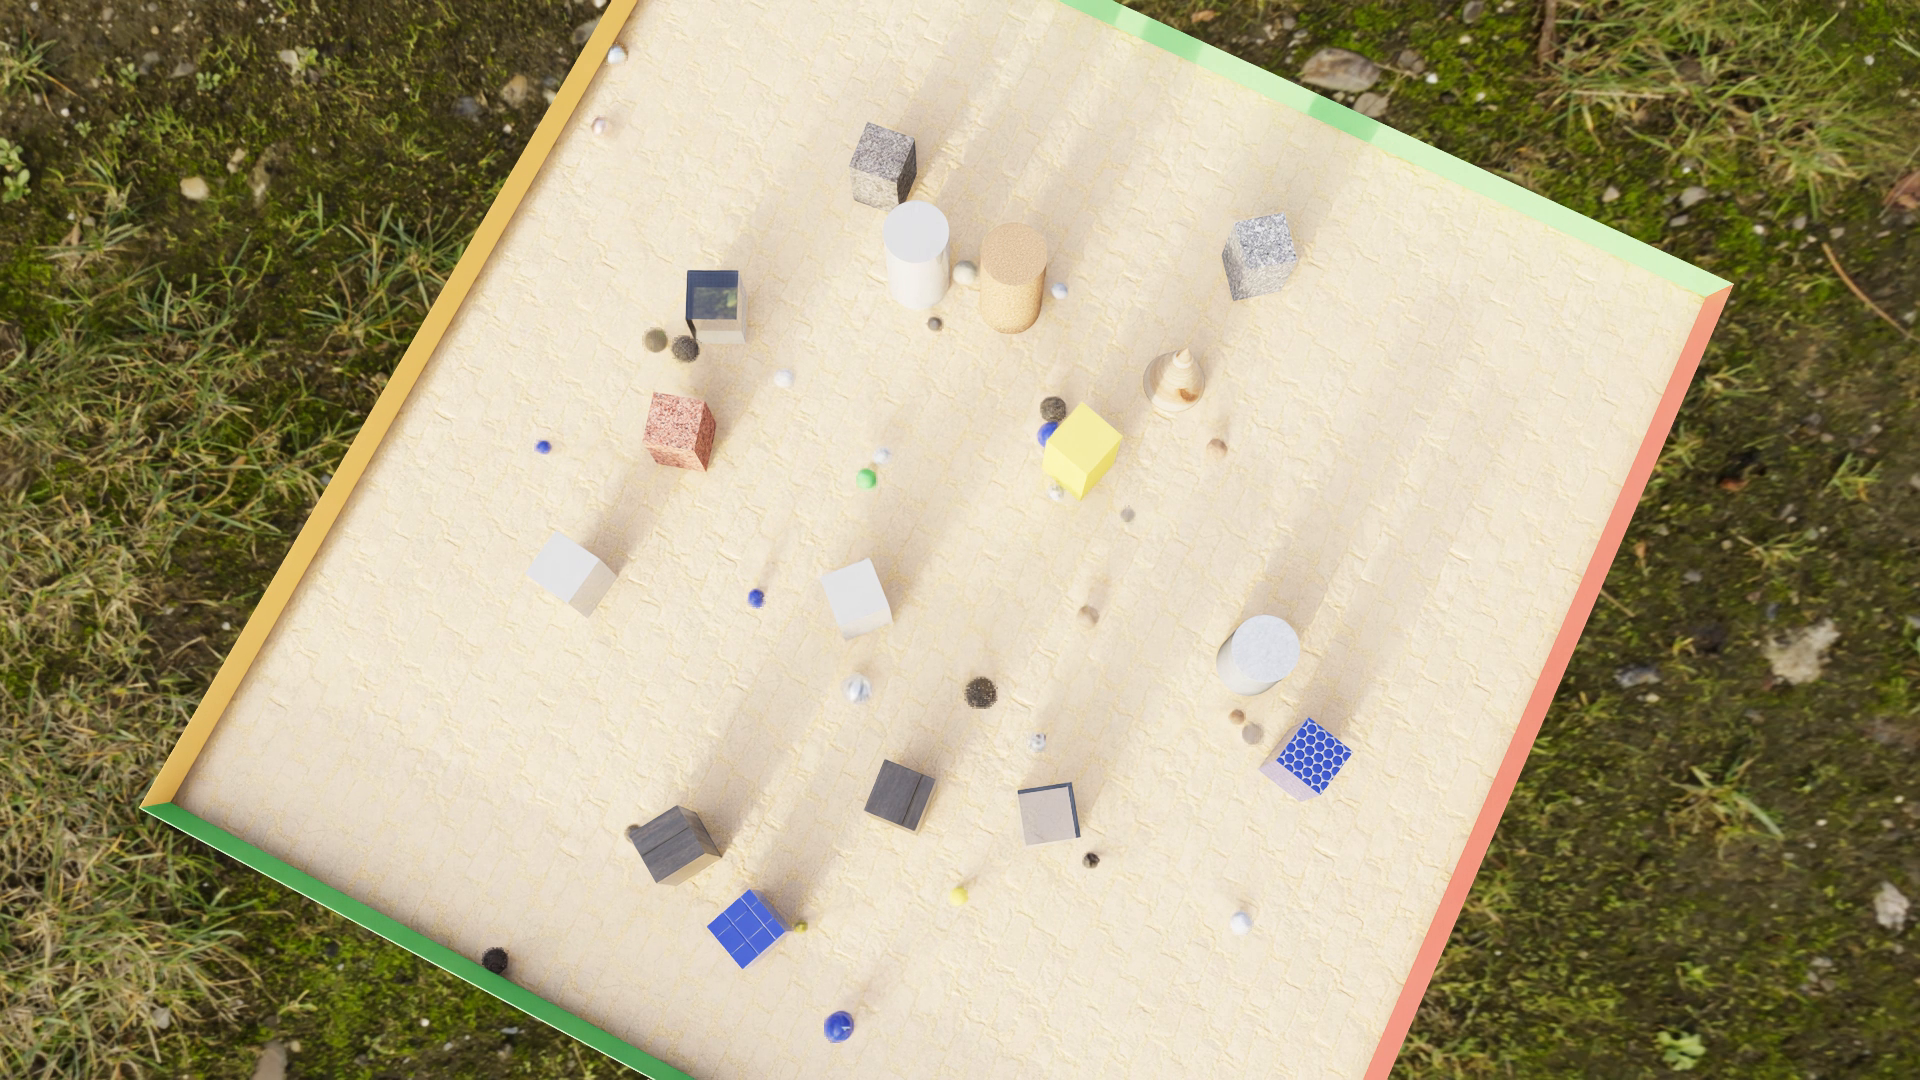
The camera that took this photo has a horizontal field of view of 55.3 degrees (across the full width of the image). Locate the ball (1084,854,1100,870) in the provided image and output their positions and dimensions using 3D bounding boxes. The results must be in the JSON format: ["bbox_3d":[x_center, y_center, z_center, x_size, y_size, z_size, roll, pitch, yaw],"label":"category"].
[{"bbox_3d":[0.386,0.946,5.397,0.047,0.047,0.047,0,78,0],"label":"ball"}]

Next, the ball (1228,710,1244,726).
[{"bbox_3d":[0.827,0.531,5.483,0.047,0.047,0.047,0,78,0],"label":"ball"}]

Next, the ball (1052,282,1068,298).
[{"bbox_3d":[0.313,-0.783,5.753,0.049,0.049,0.049,0,78,0],"label":"ball"}]

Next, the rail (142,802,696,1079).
[{"bbox_3d":[-0.787,1.549,5.230,3.552,0.127,0.045,26,80,5],"label":"rail"}]

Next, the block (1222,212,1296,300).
[{"bbox_3d":[0.920,-0.871,5.653,0.156,0.281,0.156,-12,79,-2],"label":"block"}]

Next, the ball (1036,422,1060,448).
[{"bbox_3d":[0.279,-0.321,5.639,0.086,0.086,0.086,0,78,0],"label":"ball"}]

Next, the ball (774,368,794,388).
[{"bbox_3d":[-0.547,-0.504,5.690,0.061,0.061,0.061,0,78,0],"label":"ball"}]

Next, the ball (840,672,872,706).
[{"bbox_3d":[-0.310,0.445,5.475,0.098,0.098,0.098,0,78,0],"label":"ball"}]

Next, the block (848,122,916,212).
[{"bbox_3d":[-0.238,-1.154,5.718,0.156,0.270,0.156,20,79,4],"label":"block"}]

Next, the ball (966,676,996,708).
[{"bbox_3d":[0.062,0.454,5.476,0.092,0.092,0.092,0,78,0],"label":"ball"}]

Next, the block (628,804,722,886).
[{"bbox_3d":[-0.810,0.877,5.243,0.156,0.375,0.156,-31,80,-6],"label":"block"}]

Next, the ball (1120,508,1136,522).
[{"bbox_3d":[0.512,-0.076,5.608,0.047,0.047,0.047,0,78,0],"label":"ball"}]

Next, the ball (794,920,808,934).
[{"bbox_3d":[-0.464,1.131,5.361,0.042,0.042,0.042,0,78,0],"label":"ball"}]

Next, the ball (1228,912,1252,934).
[{"bbox_3d":[0.818,1.117,5.353,0.064,0.064,0.064,0,78,0],"label":"ball"}]

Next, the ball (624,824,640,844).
[{"bbox_3d":[-0.962,0.868,5.408,0.057,0.057,0.057,0,78,0],"label":"ball"}]

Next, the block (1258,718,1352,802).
[{"bbox_3d":[0.999,0.641,5.319,0.156,0.323,0.156,38,81,7],"label":"block"}]

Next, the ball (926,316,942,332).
[{"bbox_3d":[-0.081,-0.676,5.732,0.047,0.047,0.047,0,78,0],"label":"ball"}]

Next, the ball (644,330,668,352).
[{"bbox_3d":[-0.947,-0.620,5.708,0.073,0.073,0.073,0,78,0],"label":"ball"}]

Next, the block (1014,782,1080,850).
[{"bbox_3d":[0.250,0.799,5.295,0.156,0.306,0.156,-9,78,-2],"label":"block"}]

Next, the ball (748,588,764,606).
[{"bbox_3d":[-0.619,0.174,5.554,0.052,0.052,0.052,0,78,0],"label":"ball"}]

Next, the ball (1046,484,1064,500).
[{"bbox_3d":[0.292,-0.146,5.620,0.052,0.052,0.052,0,78,0],"label":"ball"}]

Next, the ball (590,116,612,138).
[{"bbox_3d":[-1.146,-1.317,5.854,0.069,0.069,0.069,0,78,0],"label":"ball"}]

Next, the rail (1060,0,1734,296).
[{"bbox_3d":[0.787,-1.535,5.868,3.552,0.127,0.045,26,80,5],"label":"rail"}]

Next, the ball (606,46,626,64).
[{"bbox_3d":[-1.111,-1.563,5.909,0.061,0.061,0.061,0,78,0],"label":"ball"}]

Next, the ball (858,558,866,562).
[{"bbox_3d":[-0.291,0.085,5.571,0.055,0.055,0.055,0,78,0],"label":"ball"}]

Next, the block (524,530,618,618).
[{"bbox_3d":[-1.152,0.106,5.448,0.156,0.286,0.156,33,80,6],"label":"block"}]

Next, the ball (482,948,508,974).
[{"bbox_3d":[-1.350,1.224,5.326,0.072,0.072,0.072,0,78,0],"label":"ball"}]

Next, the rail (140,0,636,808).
[{"bbox_3d":[-1.567,-0.761,5.708,0.045,0.127,3.568,26,80,5],"label":"rail"}]

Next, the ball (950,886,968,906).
[{"bbox_3d":[-0.002,1.044,5.374,0.053,0.053,0.053,0,78,0],"label":"ball"}]

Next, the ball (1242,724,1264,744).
[{"bbox_3d":[0.872,0.579,5.464,0.064,0.064,0.064,0,78,0],"label":"ball"}]

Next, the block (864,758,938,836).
[{"bbox_3d":[-0.169,0.748,5.302,0.156,0.312,0.156,21,79,4],"label":"block"}]

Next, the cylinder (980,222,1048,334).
[{"bbox_3d":[0.158,-0.786,5.550,0.195,0.449,0.195,0,78,0],"label":"cylinder"}]

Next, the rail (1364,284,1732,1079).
[{"bbox_3d":[1.567,0.774,5.391,0.045,0.127,3.568,26,80,5],"label":"rail"}]

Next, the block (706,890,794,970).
[{"bbox_3d":[-0.597,1.113,5.247,0.156,0.273,0.156,-41,81,-8],"label":"block"}]

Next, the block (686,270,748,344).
[{"bbox_3d":[-0.749,-0.716,5.644,0.156,0.236,0.156,0,78,0],"label":"block"}]

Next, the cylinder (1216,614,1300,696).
[{"bbox_3d":[0.871,0.342,5.381,0.195,0.324,0.195,0,78,0],"label":"cylinder"}]

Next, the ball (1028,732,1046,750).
[{"bbox_3d":[0.232,0.599,5.465,0.055,0.055,0.055,0,78,0],"label":"ball"}]

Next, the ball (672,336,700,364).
[{"bbox_3d":[-0.852,-0.591,5.696,0.084,0.084,0.084,0,78,0],"label":"ball"}]

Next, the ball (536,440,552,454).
[{"bbox_3d":[-1.283,-0.286,5.651,0.048,0.048,0.048,0,78,0],"label":"ball"}]

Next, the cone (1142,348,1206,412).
[{"bbox_3d":[0.668,-0.528,5.543,0.195,0.357,0.195,0,78,0],"label":"cone"}]

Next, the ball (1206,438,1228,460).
[{"bbox_3d":[0.789,-0.278,5.640,0.066,0.066,0.066,0,78,0],"label":"ball"}]

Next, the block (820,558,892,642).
[{"bbox_3d":[-0.305,0.179,5.431,0.156,0.291,0.156,-22,79,-4],"label":"block"}]

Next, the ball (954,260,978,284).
[{"bbox_3d":[0.018,-0.840,5.751,0.078,0.078,0.078,0,78,0],"label":"ball"}]

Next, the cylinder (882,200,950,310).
[{"bbox_3d":[-0.129,-0.862,5.581,0.195,0.419,0.195,0,78,0],"label":"cylinder"}]

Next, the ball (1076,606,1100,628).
[{"bbox_3d":[0.386,0.231,5.534,0.069,0.069,0.069,0,78,0],"label":"ball"}]

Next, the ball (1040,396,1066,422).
[{"bbox_3d":[0.287,-0.403,5.657,0.084,0.084,0.084,0,78,0],"label":"ball"}]

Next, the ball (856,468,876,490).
[{"bbox_3d":[-0.288,-0.187,5.623,0.064,0.064,0.064,0,78,0],"label":"ball"}]

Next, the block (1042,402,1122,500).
[{"bbox_3d":[0.363,-0.261,5.495,0.156,0.344,0.156,41,81,8],"label":"block"}]

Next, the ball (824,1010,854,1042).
[{"bbox_3d":[-0.346,1.401,5.282,0.086,0.086,0.086,0,78,0],"label":"ball"}]

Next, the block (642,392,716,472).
[{"bbox_3d":[-0.846,-0.324,5.548,0.156,0.266,0.156,10,78,2],"label":"block"}]

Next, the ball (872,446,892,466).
[{"bbox_3d":[-0.239,-0.260,5.639,0.060,0.060,0.060,0,78,0],"label":"ball"}]
